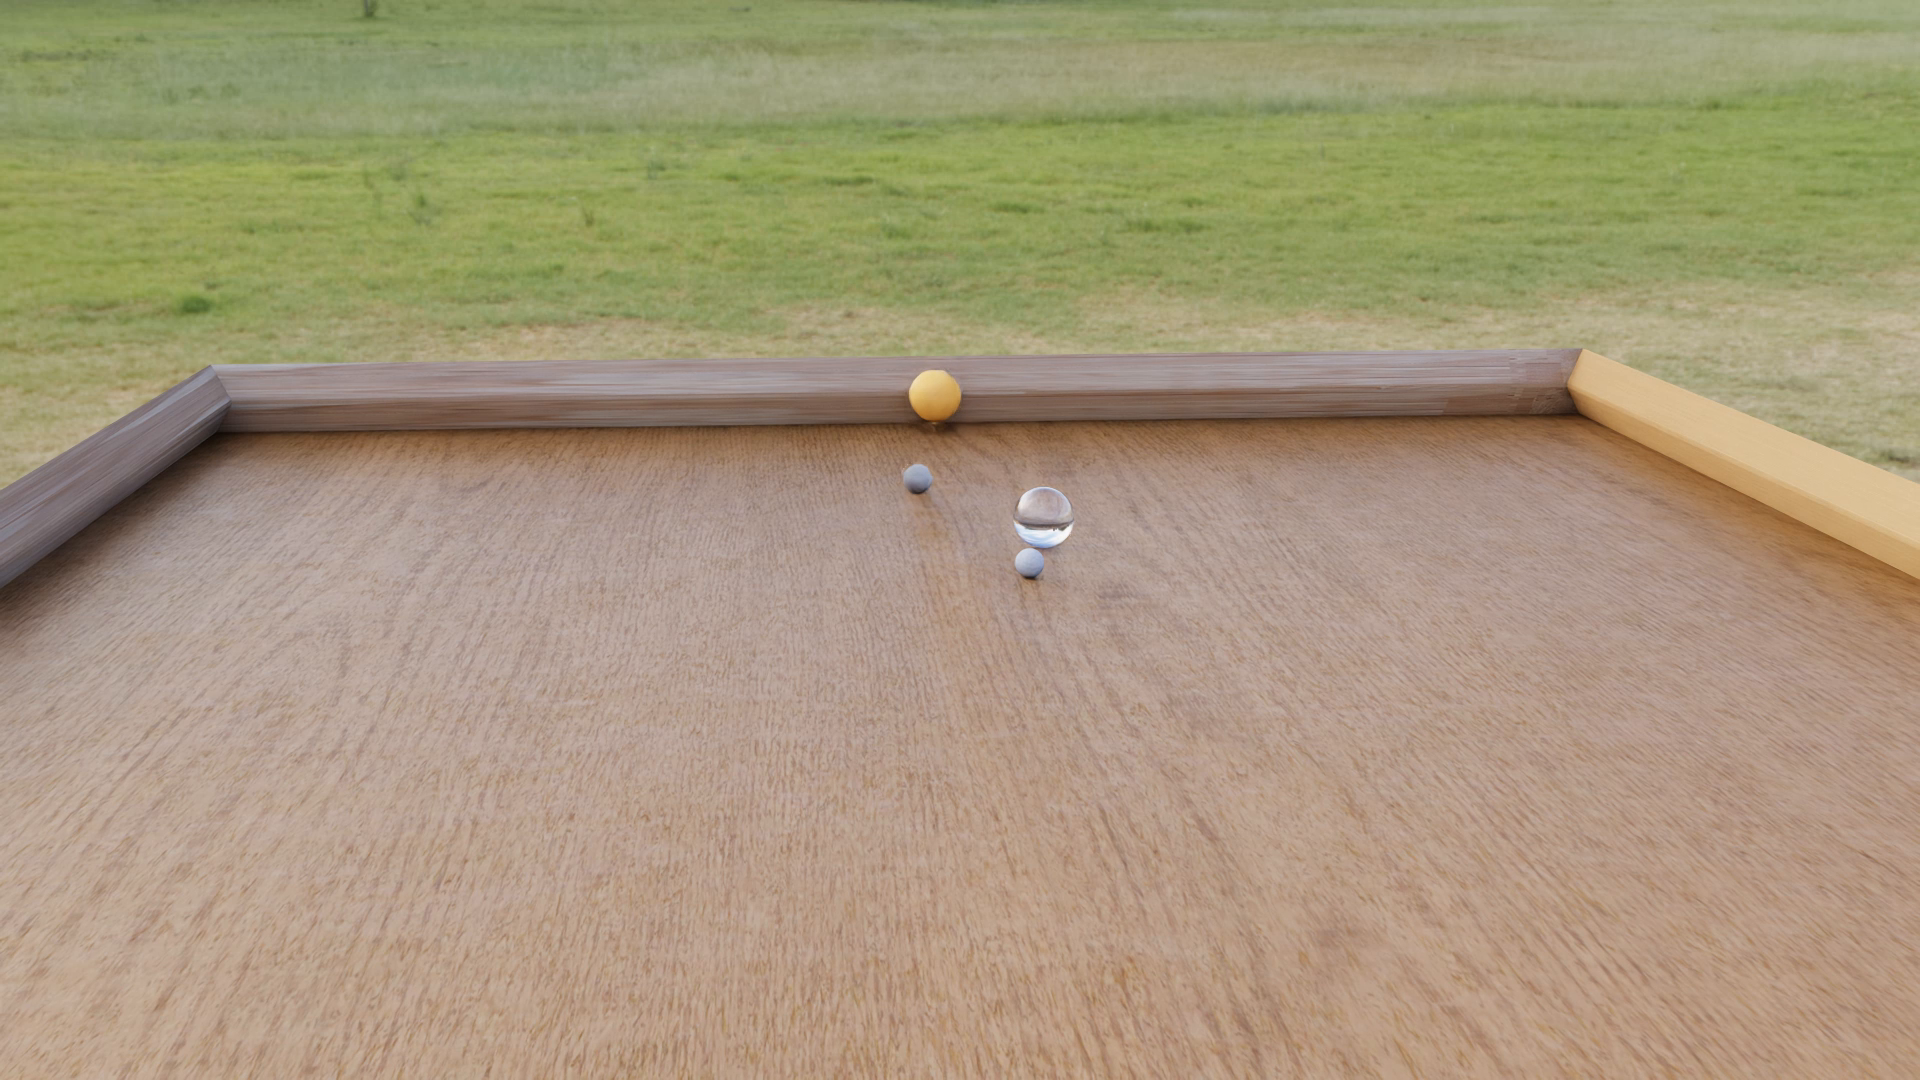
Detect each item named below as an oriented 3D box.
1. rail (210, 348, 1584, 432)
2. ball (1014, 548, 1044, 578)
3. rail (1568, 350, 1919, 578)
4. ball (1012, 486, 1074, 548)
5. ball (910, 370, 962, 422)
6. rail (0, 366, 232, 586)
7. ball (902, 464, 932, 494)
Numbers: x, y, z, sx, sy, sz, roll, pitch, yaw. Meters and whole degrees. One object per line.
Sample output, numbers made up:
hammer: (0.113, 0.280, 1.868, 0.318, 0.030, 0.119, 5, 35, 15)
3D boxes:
rail: (-0.086, -0.280, 4.139, 2.595, 0.125, 0.045, -1, 13, -4)
ball: (0.095, 0.031, 3.004, 0.040, 0.040, 0.040, 0, 13, 0)
rail: (1.358, 0.196, 2.116, 0.045, 0.125, 4.420, -1, 13, -4)
ball: (0.121, -0.033, 3.170, 0.089, 0.089, 0.089, 0, 13, 0)
ball: (-0.046, -0.267, 4.064, 0.096, 0.096, 0.096, 0, 13, 0)
rail: (-1.182, 0.242, 1.919, 0.045, 0.125, 4.420, -1, 13, -4)
ball: (-0.068, -0.098, 3.539, 0.048, 0.048, 0.048, 0, 13, 0)
